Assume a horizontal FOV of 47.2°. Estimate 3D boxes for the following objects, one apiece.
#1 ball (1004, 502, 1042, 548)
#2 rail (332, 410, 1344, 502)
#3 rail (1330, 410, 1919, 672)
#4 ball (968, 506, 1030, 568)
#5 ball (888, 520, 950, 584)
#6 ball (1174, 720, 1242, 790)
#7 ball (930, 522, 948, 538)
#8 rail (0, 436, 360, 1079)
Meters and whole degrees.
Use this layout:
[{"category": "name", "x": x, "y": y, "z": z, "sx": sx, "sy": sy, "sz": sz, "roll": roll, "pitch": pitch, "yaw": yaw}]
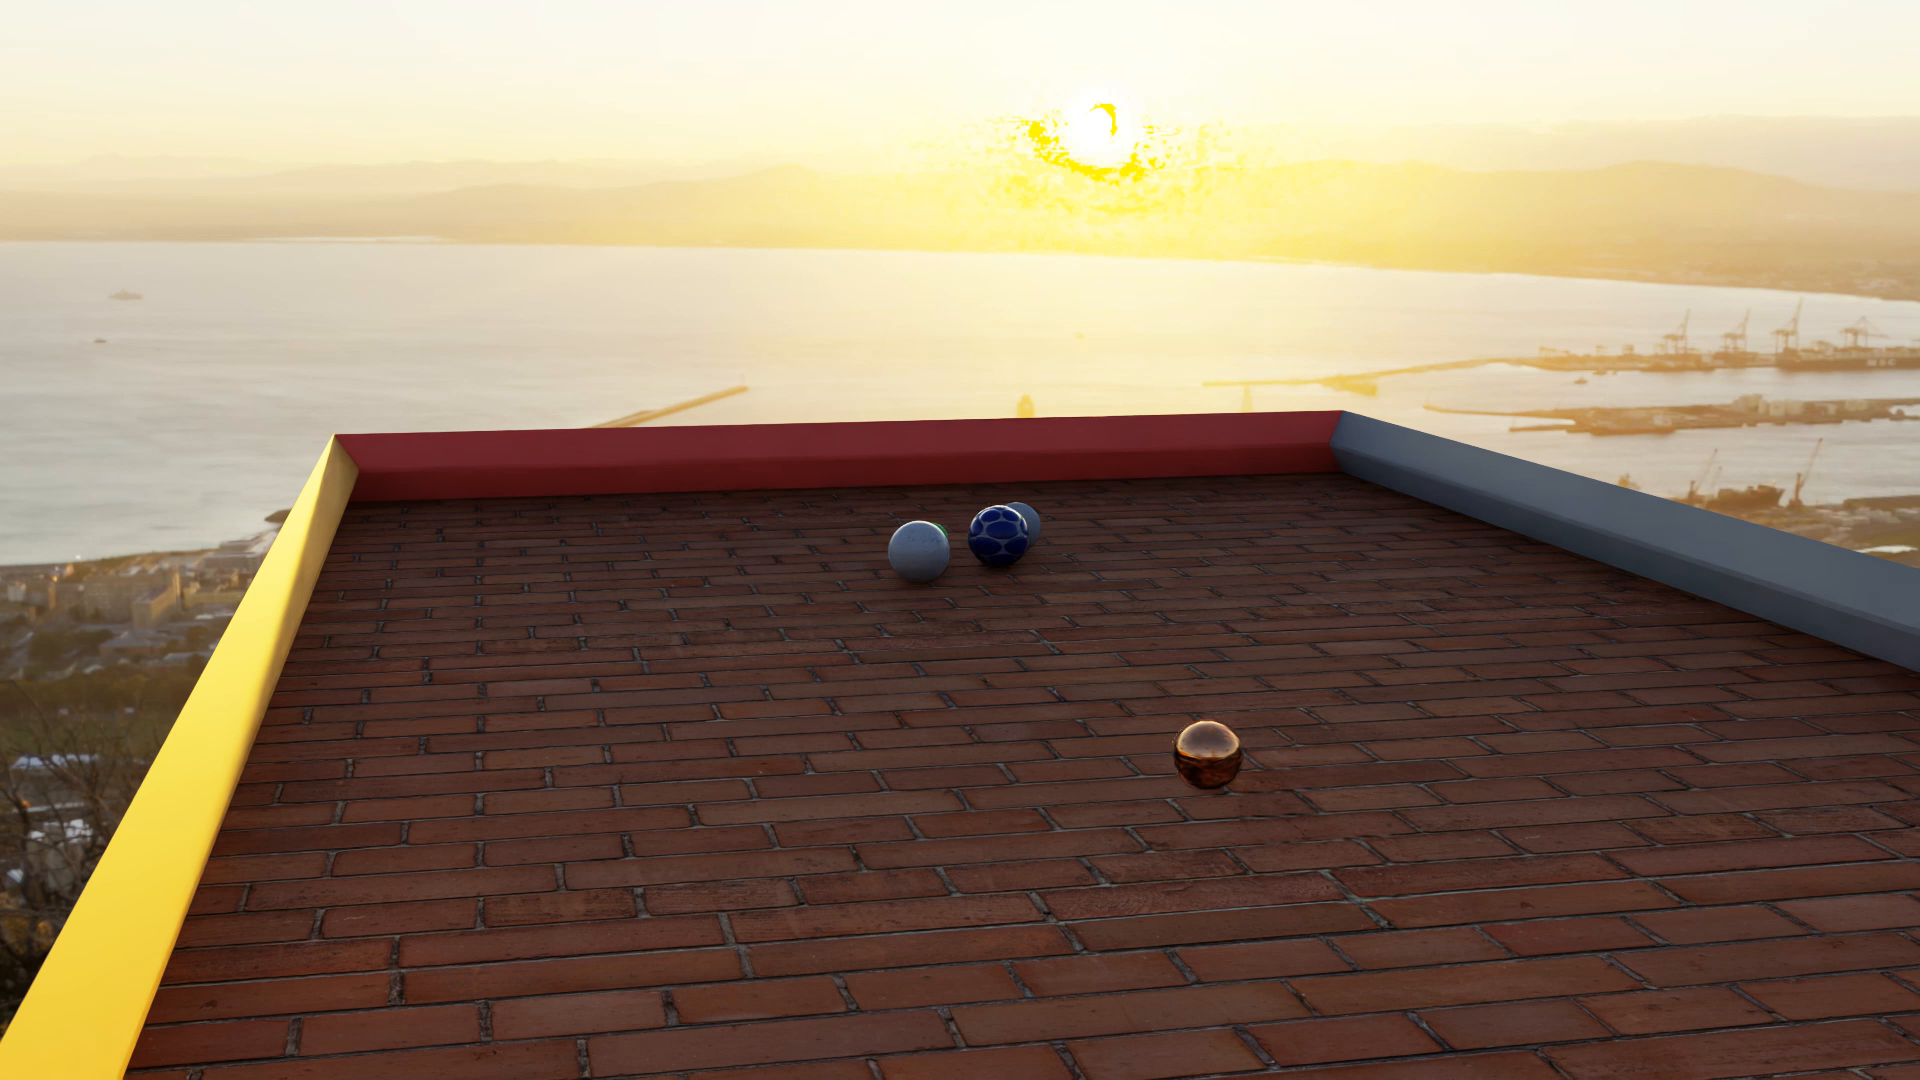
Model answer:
[{"category": "ball", "x": 0.086, "y": -0.019, "z": 3.371, "sx": 0.077, "sy": 0.077, "sz": 0.077, "roll": 0, "pitch": 10, "yaw": 0}, {"category": "rail", "x": -0.175, "y": -0.156, "z": 4.054, "sx": 1.893, "sy": 0.119, "sz": 0.045, "roll": -2, "pitch": 10, "yaw": -12}, {"category": "rail", "x": 1.082, "y": 0.083, "z": 2.628, "sx": 0.045, "sy": 0.119, "sz": 3.405, "roll": -2, "pitch": 10, "yaw": -12}, {"category": "ball", "x": 0.057, "y": -0.005, "z": 3.242, "sx": 0.091, "sy": 0.091, "sz": 0.091, "roll": 0, "pitch": 10, "yaw": 0}, {"category": "ball", "x": -0.058, "y": 0.017, "z": 3.119, "sx": 0.088, "sy": 0.088, "sz": 0.088, "roll": 0, "pitch": 10, "yaw": 0}, {"category": "ball", "x": 0.234, "y": 0.204, "z": 2.078, "sx": 0.065, "sy": 0.065, "sz": 0.065, "roll": 0, "pitch": 10, "yaw": 0}, {"category": "ball", "x": -0.043, "y": -0.001, "z": 3.337, "sx": 0.051, "sy": 0.051, "sz": 0.051, "roll": 0, "pitch": 10, "yaw": 0}, {"category": "rail", "x": -0.722, "y": 0.148, "z": 2.243, "sx": 0.045, "sy": 0.119, "sz": 3.405, "roll": -2, "pitch": 10, "yaw": -12}]
